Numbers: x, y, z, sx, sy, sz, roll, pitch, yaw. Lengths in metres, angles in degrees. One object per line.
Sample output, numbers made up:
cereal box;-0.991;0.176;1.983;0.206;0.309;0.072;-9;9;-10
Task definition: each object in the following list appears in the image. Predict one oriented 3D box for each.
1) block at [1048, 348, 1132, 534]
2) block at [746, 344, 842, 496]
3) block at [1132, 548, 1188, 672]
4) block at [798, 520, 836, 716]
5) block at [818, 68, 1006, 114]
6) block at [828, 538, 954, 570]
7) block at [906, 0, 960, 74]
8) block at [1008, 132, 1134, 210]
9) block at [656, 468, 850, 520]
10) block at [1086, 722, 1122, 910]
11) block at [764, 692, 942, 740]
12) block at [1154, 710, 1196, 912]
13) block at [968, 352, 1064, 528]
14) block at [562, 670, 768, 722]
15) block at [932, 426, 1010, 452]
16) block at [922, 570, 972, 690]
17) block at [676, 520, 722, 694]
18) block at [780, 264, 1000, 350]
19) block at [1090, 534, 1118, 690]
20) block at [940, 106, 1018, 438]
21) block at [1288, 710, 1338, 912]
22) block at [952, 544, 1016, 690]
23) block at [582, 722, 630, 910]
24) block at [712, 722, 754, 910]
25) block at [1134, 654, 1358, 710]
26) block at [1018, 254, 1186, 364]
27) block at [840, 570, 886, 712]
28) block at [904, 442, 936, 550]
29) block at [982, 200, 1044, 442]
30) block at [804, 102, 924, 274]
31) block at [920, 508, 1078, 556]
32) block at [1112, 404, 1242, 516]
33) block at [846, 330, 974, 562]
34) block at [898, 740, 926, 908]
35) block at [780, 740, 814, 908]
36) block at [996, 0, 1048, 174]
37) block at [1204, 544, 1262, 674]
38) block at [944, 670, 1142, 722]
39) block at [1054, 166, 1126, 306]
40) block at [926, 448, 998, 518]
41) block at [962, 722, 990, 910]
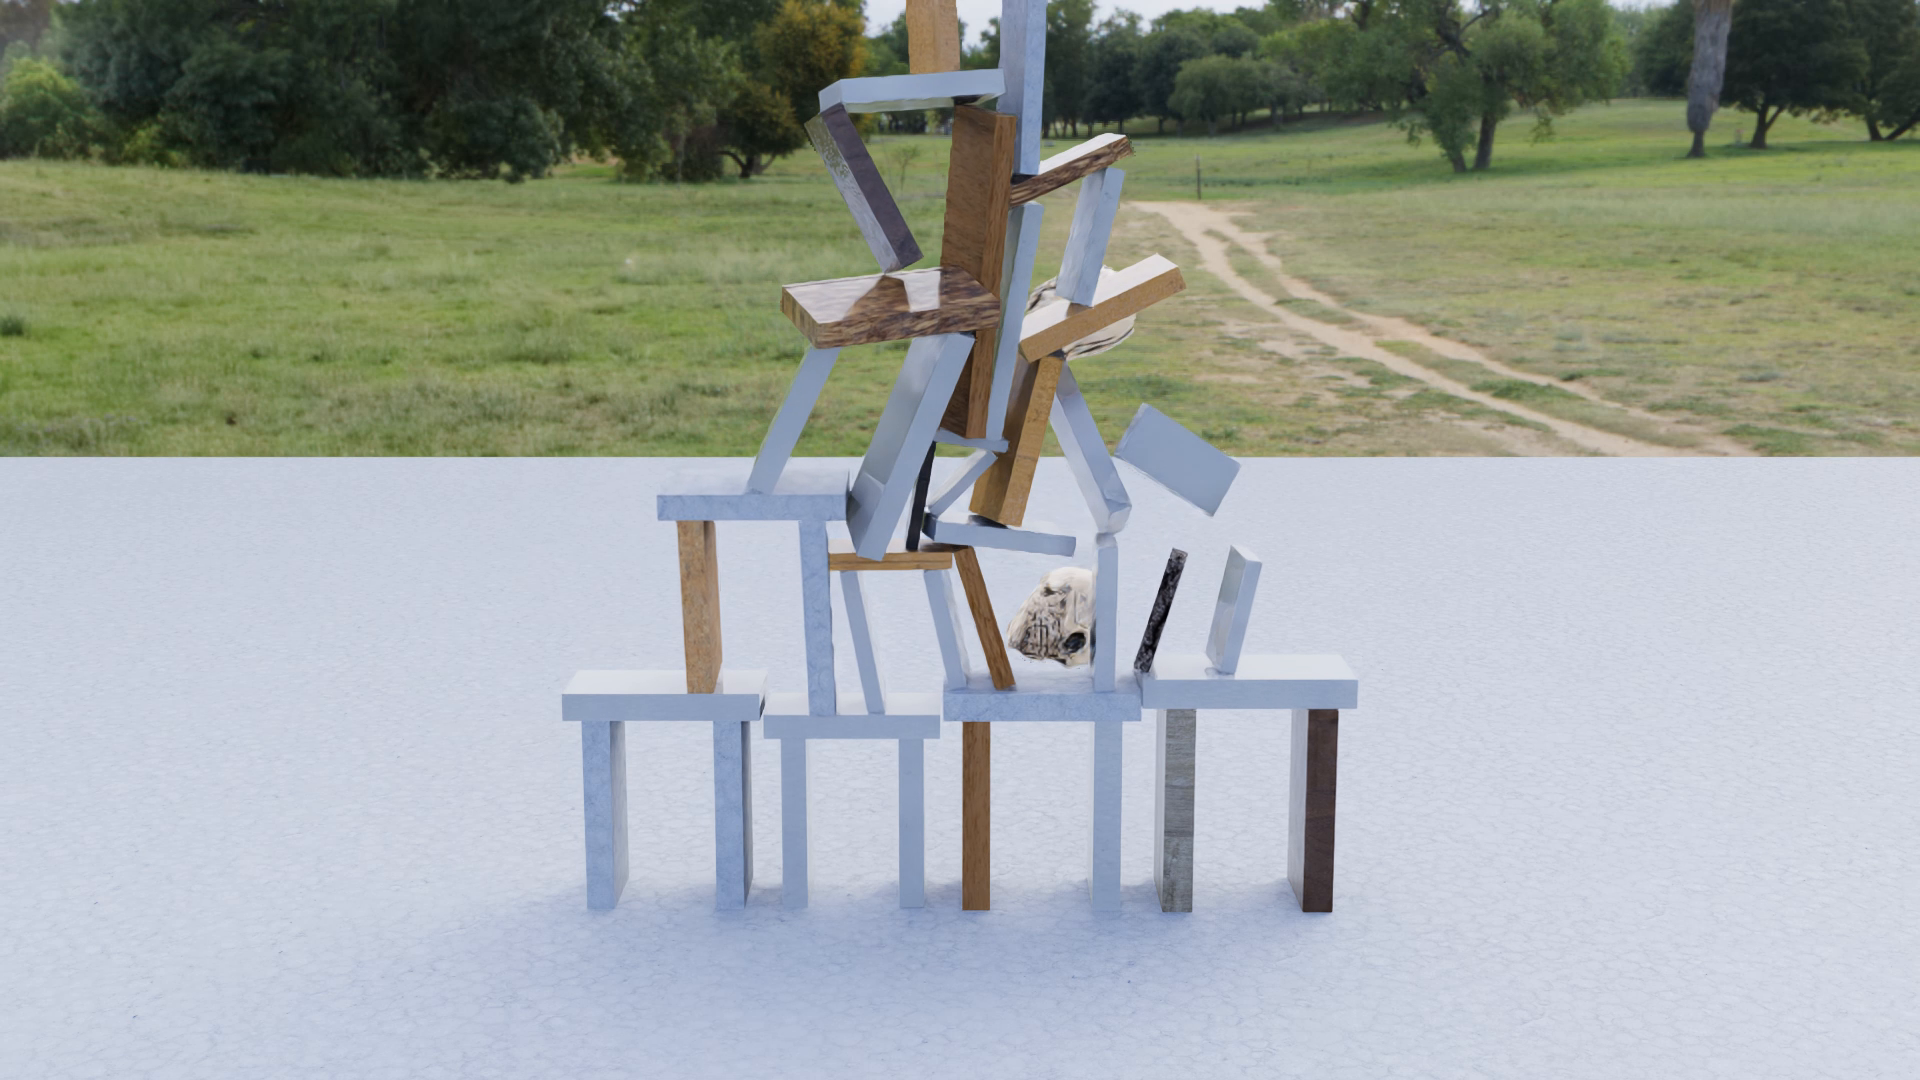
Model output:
block;0.199;-0.162;3.620;0.039;0.301;0.138;-21;-15;-8
block;-0.245;-0.226;3.407;0.042;0.294;0.147;24;29;-8
block;0.326;0.114;3.572;0.027;0.189;0.095;18;13;6
block;-0.231;0.104;3.557;0.042;0.330;0.147;-3;18;-3
block;-0.074;-0.679;3.333;0.256;0.036;0.128;-8;5;-18
block;-0.113;0.023;3.547;0.199;0.028;0.099;-1;13;-2
block;-0.044;-0.815;3.349;0.031;0.222;0.111;-5;3;-26
block;0.154;-0.579;3.446;0.216;0.031;0.108;-25;17;-6
block;-0.326;-0.074;3.497;0.293;0.042;0.147;0;18;0
block;0.239;0.434;3.639;0.045;0.319;0.159;0;11;0
block;-0.175;0.289;3.618;0.285;0.040;0.143;0;11;0
block;0.354;0.422;3.634;0.049;0.343;0.171;0;11;0
block;0.089;-0.167;3.554;0.039;0.275;0.138;12;5;-22
block;-0.481;0.255;3.612;0.318;0.045;0.159;0;11;0
block;0.004;-0.166;3.521;0.136;0.019;0.068;8;13;-19
block;-0.020;0.133;3.576;0.028;0.199;0.099;-11;12;7
block;-0.420;0.084;3.555;0.042;0.293;0.147;-1;19;1
block;-0.105;-0.353;3.312;0.294;0.042;0.147;-10;32;-24
block;0.234;0.116;3.580;0.033;0.236;0.118;1;11;0
block;0.016;-0.417;3.434;0.036;0.501;0.128;-4;19;-30
block;0.582;0.422;3.634;0.049;0.343;0.171;0;11;0
block;0.037;0.116;3.581;0.033;0.236;0.118;-17;10;1
block;-0.587;0.433;3.645;0.045;0.318;0.159;0;11;0
block;-0.375;0.433;3.645;0.045;0.318;0.159;0;11;0
block;0.463;0.231;3.593;0.343;0.049;0.171;0;11;0
block;0.215;-0.372;3.517;0.275;0.039;0.138;-26;18;-1
block;-0.157;0.152;3.578;0.028;0.237;0.099;-10;13;3
block;-0.064;-0.078;3.525;0.019;0.178;0.068;9;13;-6
block;0.073;-0.351;3.485;0.031;0.375;0.108;8;12;-13
block;-0.145;-0.523;3.283;0.036;0.256;0.128;-30;10;-11
block;0.059;-0.013;3.574;0.236;0.033;0.118;6;10;-16
block;0.344;-0.126;3.471;0.189;0.094;0.027;31;-5;-17
block;-0.084;-0.175;3.445;0.042;0.401;0.147;14;25;-20
block;-0.079;0.449;3.648;0.040;0.285;0.143;0;11;0
block;-0.270;0.449;3.648;0.040;0.285;0.143;0;11;0
block;0.095;-0.747;3.409;0.031;0.354;0.111;-1;10;-20
block;0.442;0.111;3.561;0.027;0.189;0.095;10;13;-11
block;0.132;0.255;3.605;0.319;0.045;0.159;0;11;0
block;0.204;-0.484;3.475;0.031;0.216;0.108;11;9;-16
block;0.000;-0.095;3.542;0.136;0.019;0.068;-44;14;1
block;0.026;0.434;3.638;0.045;0.319;0.159;0;11;0
